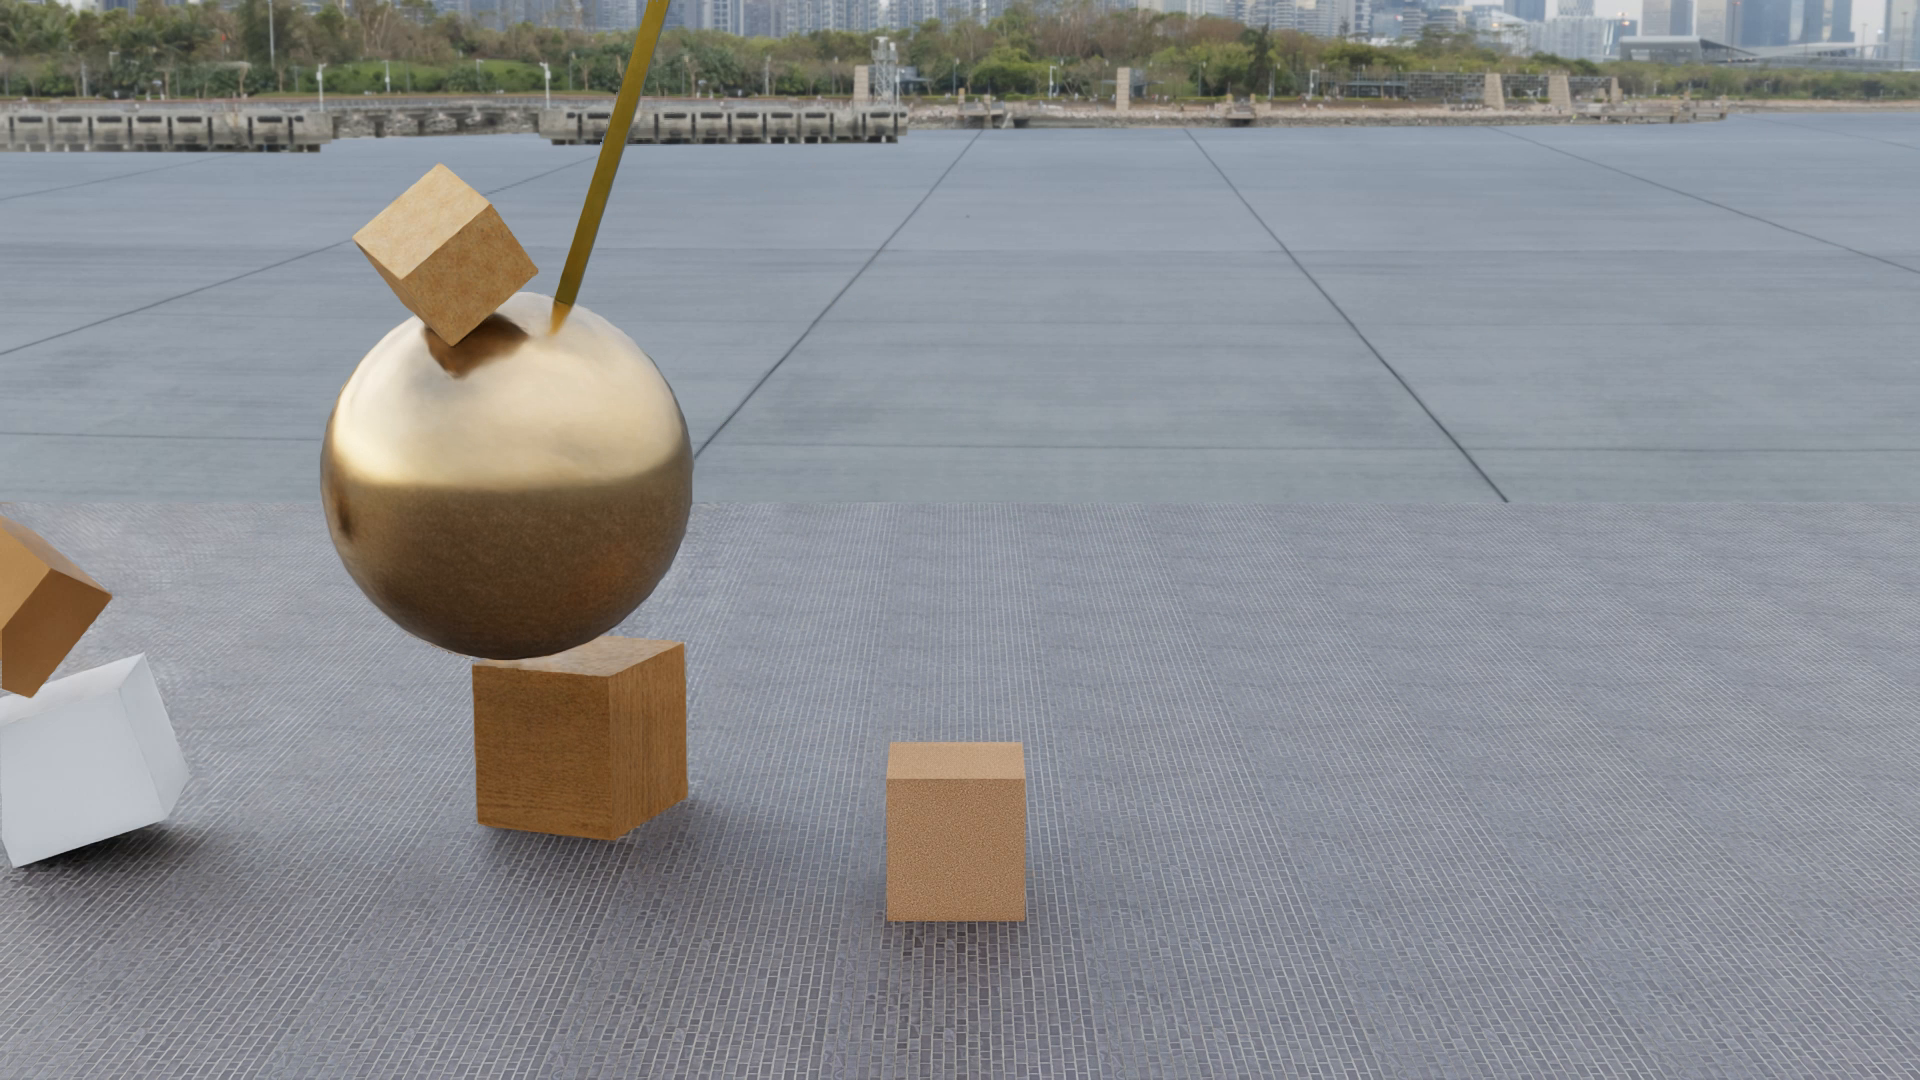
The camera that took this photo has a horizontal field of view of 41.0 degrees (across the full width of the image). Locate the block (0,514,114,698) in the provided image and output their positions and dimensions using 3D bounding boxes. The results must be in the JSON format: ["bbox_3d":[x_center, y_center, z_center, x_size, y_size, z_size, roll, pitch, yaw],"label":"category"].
[{"bbox_3d":[-4.294,0.271,11.477,0.535,0.587,0.574,36,-6,15],"label":"block"}]

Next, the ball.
[{"bbox_3d":[-1.955,-0.278,11.130,1.600,1.600,1.600,0,10,0],"label":"ball"}]

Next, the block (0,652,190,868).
[{"bbox_3d":[-4.045,1.001,11.800,0.703,0.635,0.735,-18,12,-5],"label":"block"}]

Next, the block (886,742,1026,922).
[{"bbox_3d":[-0.017,1.243,11.003,0.579,0.618,0.592,0,10,0],"label":"block"}]

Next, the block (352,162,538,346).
[{"bbox_3d":[-2.112,-1.173,10.544,0.477,0.426,0.424,-43,50,-11],"label":"block"}]

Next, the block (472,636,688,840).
[{"bbox_3d":[-1.811,0.923,12.311,0.716,0.779,0.784,4,11,20],"label":"block"}]

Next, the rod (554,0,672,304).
[{"bbox_3d":[-0.847,-3.441,10.555,0.080,5.200,0.080,19,10,-3],"label":"rod"}]
